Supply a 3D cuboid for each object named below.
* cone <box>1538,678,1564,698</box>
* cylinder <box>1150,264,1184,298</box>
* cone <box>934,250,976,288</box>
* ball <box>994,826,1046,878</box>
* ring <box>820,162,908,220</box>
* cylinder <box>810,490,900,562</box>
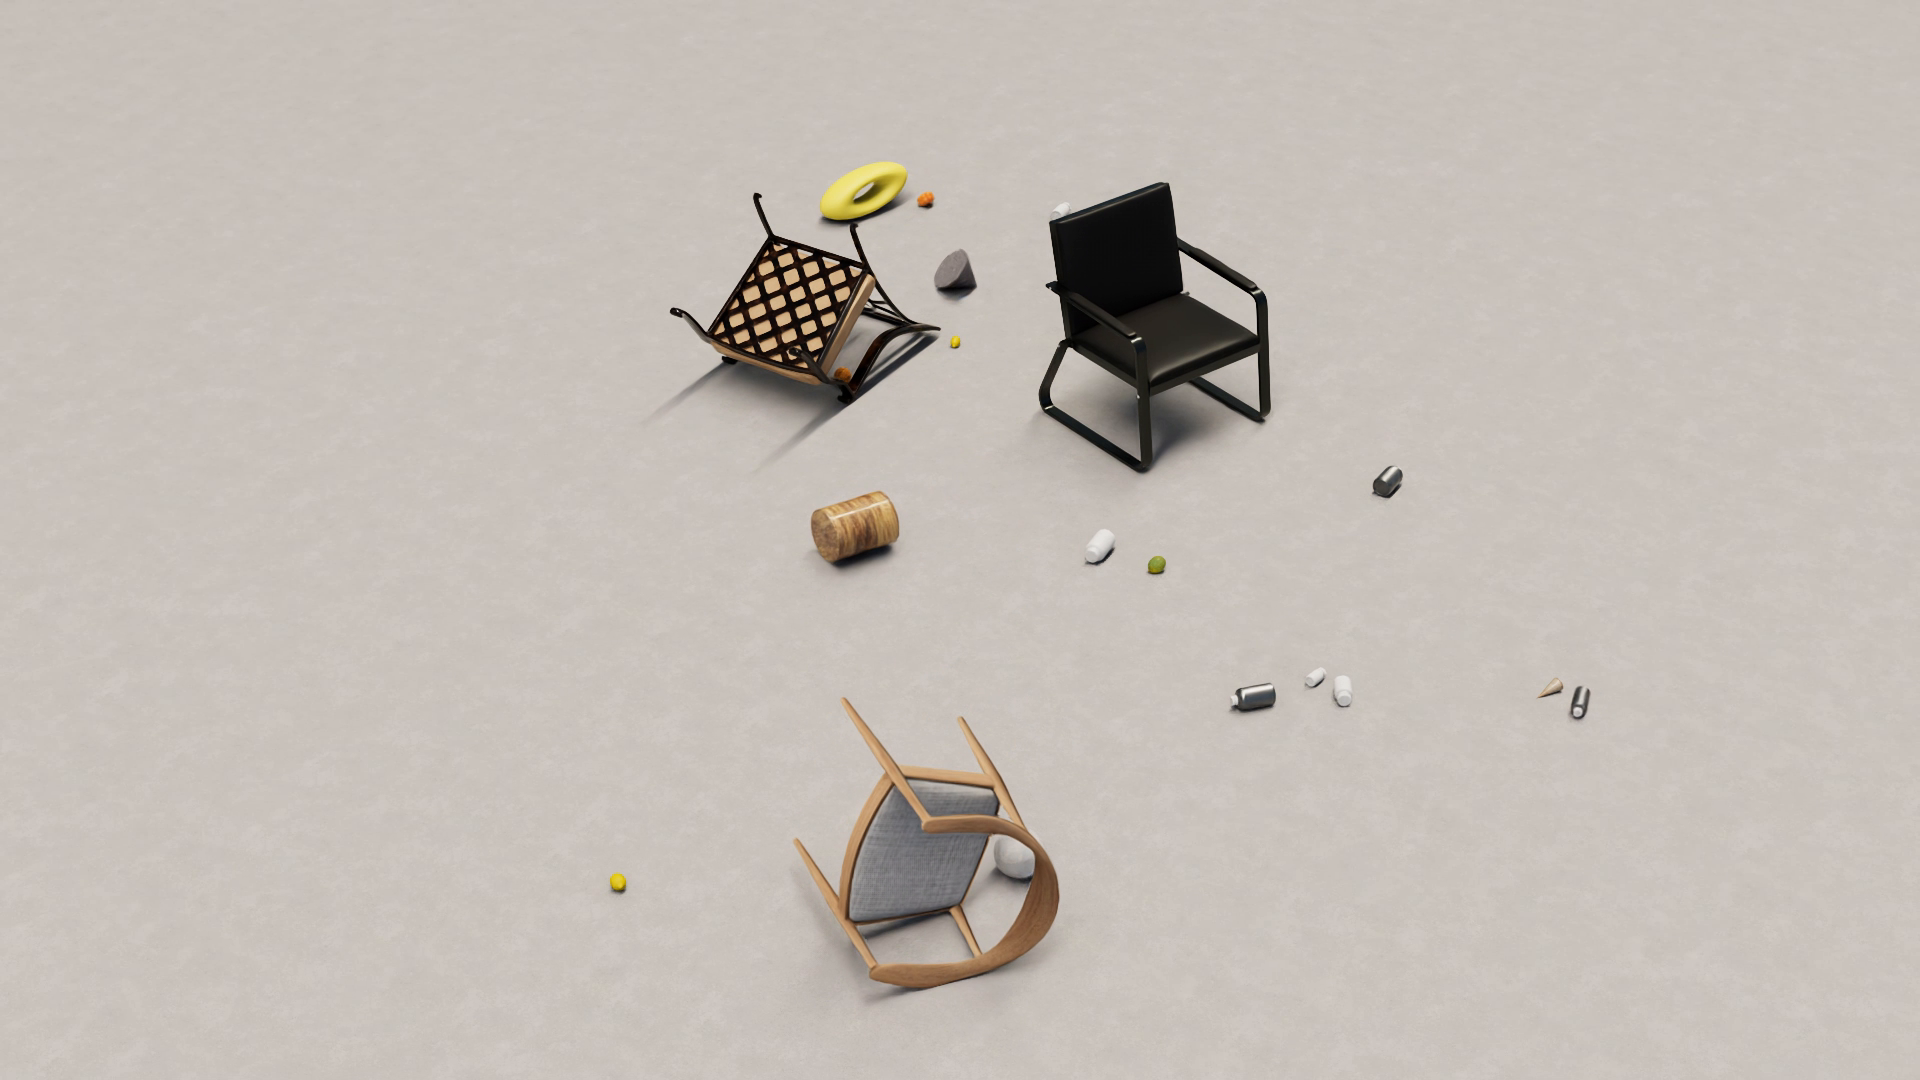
[{"bbox_3d":[2.029,0.522,10.129,0.103,0.049,0.053,-31,2,-18],"label":"cone"},{"bbox_3d":[0.884,-1.108,12.522,0.088,0.099,0.136,-31,82,-38],"label":"cylinder"},{"bbox_3d":[0.017,-1.124,12.569,0.145,0.190,0.294,32,-7,-22],"label":"cone"},{"bbox_3d":[0.187,0.990,9.292,0.164,0.164,0.164,0,33,0],"label":"ball"},{"bbox_3d":[-0.431,-1.566,13.151,0.465,0.194,0.159,-31,32,-27],"label":"ring"},{"bbox_3d":[-0.388,-0.050,10.829,0.253,0.203,0.228,-18,4,-25],"label":"cylinder"}]
